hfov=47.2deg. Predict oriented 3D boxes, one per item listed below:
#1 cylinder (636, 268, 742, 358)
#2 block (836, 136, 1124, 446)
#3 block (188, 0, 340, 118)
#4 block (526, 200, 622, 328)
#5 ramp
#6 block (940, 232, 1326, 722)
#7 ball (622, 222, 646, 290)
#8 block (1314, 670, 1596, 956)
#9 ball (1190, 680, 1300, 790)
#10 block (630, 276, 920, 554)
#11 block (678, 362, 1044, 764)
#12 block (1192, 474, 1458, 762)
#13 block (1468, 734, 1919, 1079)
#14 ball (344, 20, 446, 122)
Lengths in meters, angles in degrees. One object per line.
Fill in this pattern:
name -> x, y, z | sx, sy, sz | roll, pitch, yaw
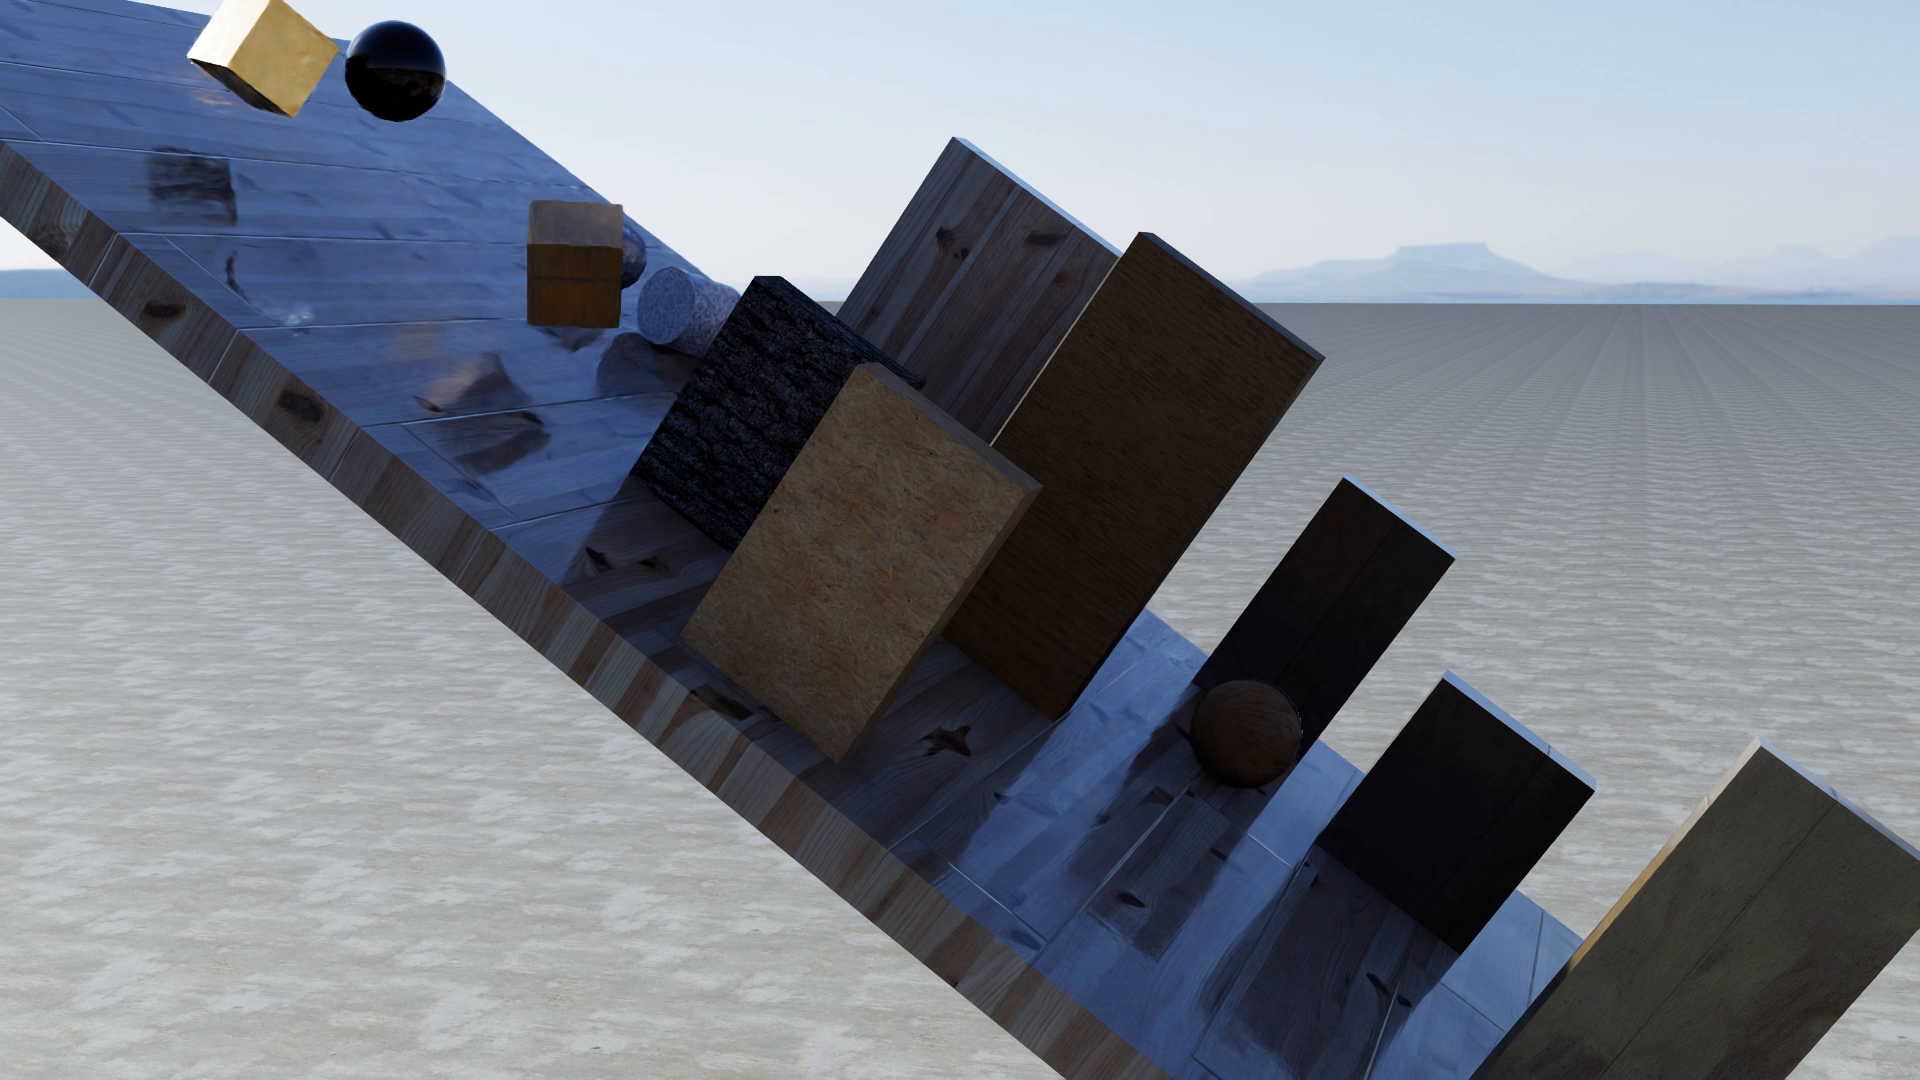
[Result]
cylinder -> -0.550, -0.463, 4.510 | 0.160, 0.160, 0.160 | 5, -5, 36
block -> -0.027, -0.409, 4.443 | 0.414, 0.683, 0.094 | 37, 16, 10
block -> -1.253, -0.878, 3.957 | 0.156, 0.156, 0.156 | 21, -13, 43
block -> -0.697, -0.499, 3.981 | 0.165, 0.165, 0.165 | 2, 36, -10
ramp -> -0.090, 0.162, 4.082 | 4.000, 0.100, 2.000 | 37, 16, 10
block -> 0.255, -0.109, 3.916 | 0.378, 0.797, 0.115 | 37, 16, 10
ball -> -0.722, -0.589, 4.556 | 0.146, 0.146, 0.146 | 0, 7, 0
block -> 0.943, 0.518, 4.198 | 0.344, 0.409, 0.100 | 37, 16, 10
ball -> 0.543, 0.370, 4.190 | 0.209, 0.209, 0.209 | 0, 7, 0
block -> -0.314, -0.188, 3.707 | 0.306, 0.409, 0.115 | 37, 16, 10
block -> -0.149, 0.033, 3.219 | 0.306, 0.498, 0.091 | 37, 16, 10
block -> 0.766, 0.165, 4.631 | 0.283, 0.544, 0.086 | 37, 16, 10
block -> 1.086, 0.694, 3.288 | 0.328, 0.768, 0.084 | 37, 16, 10
ball -> -1.049, -0.872, 4.087 | 0.185, 0.185, 0.185 | 0, 7, 0
